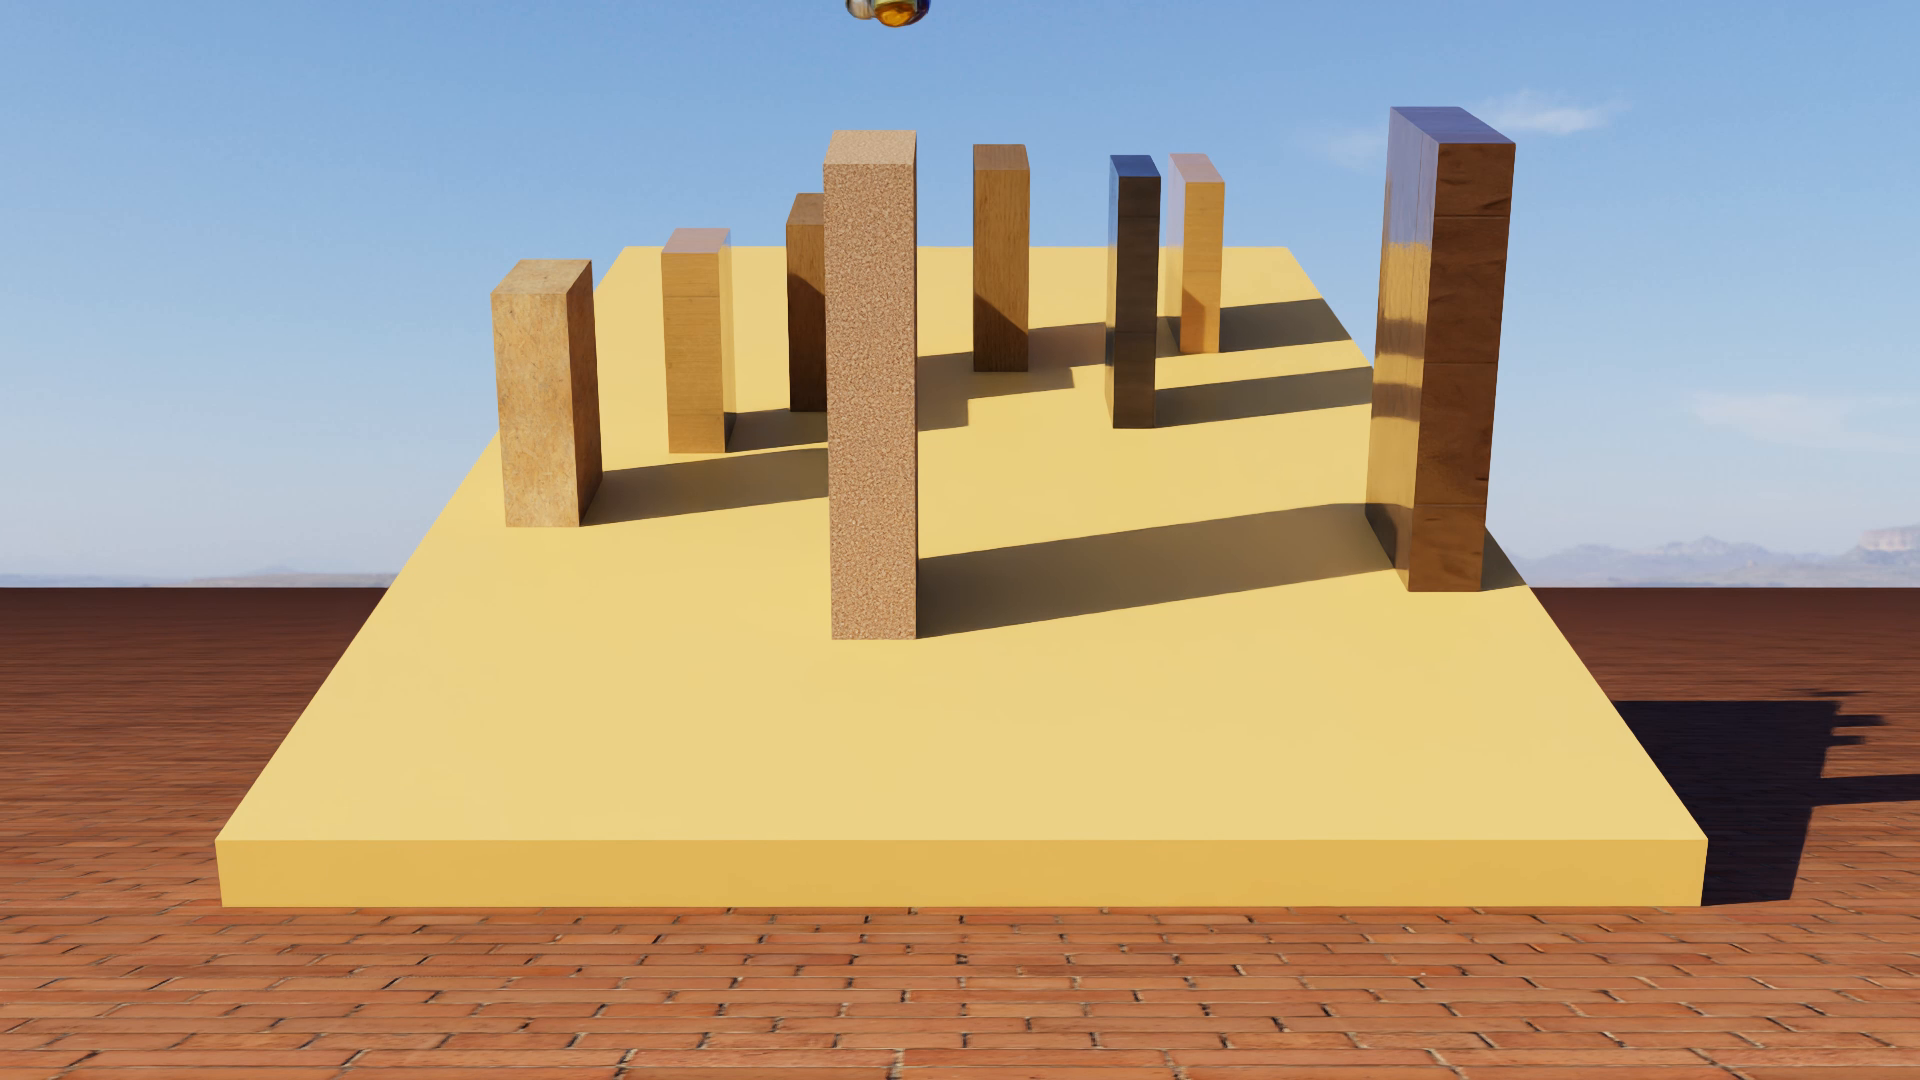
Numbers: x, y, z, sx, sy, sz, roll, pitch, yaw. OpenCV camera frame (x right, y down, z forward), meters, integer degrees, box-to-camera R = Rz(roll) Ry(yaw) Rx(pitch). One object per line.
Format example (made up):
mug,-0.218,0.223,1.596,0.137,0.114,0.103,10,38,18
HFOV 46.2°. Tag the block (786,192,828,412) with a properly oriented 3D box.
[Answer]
block,-0.310,-0.550,5.152,0.141,0.422,0.392,0,19,0

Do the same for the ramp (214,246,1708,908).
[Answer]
ramp,-0.004,-0.195,4.921,2.000,0.100,4.000,0,19,0

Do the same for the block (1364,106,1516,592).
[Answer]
block,0.845,-0.348,4.006,0.126,0.781,0.431,0,19,0

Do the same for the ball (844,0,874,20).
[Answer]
ball,-0.281,-1.589,6.611,0.116,0.116,0.116,0,-1,0

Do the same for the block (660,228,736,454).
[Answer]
block,-0.553,-0.427,4.783,0.117,0.426,0.271,0,19,0

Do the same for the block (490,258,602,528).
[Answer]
block,-0.791,-0.287,4.333,0.138,0.451,0.310,0,19,0

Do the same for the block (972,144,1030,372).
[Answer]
block,0.098,-0.692,5.477,0.129,0.483,0.384,0,19,0

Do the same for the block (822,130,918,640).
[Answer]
block,-0.143,-0.263,3.747,0.139,0.784,0.350,0,19,0

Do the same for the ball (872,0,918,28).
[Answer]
ball,-0.183,-1.498,6.286,0.128,0.128,0.128,0,-1,0

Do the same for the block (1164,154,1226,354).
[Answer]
block,0.589,-0.731,5.686,0.095,0.423,0.441,0,19,0

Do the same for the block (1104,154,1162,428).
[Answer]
block,0.378,-0.549,4.951,0.089,0.551,0.283,0,19,0

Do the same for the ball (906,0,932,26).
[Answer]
ball,-0.159,-1.552,6.433,0.157,0.157,0.157,0,-1,0
